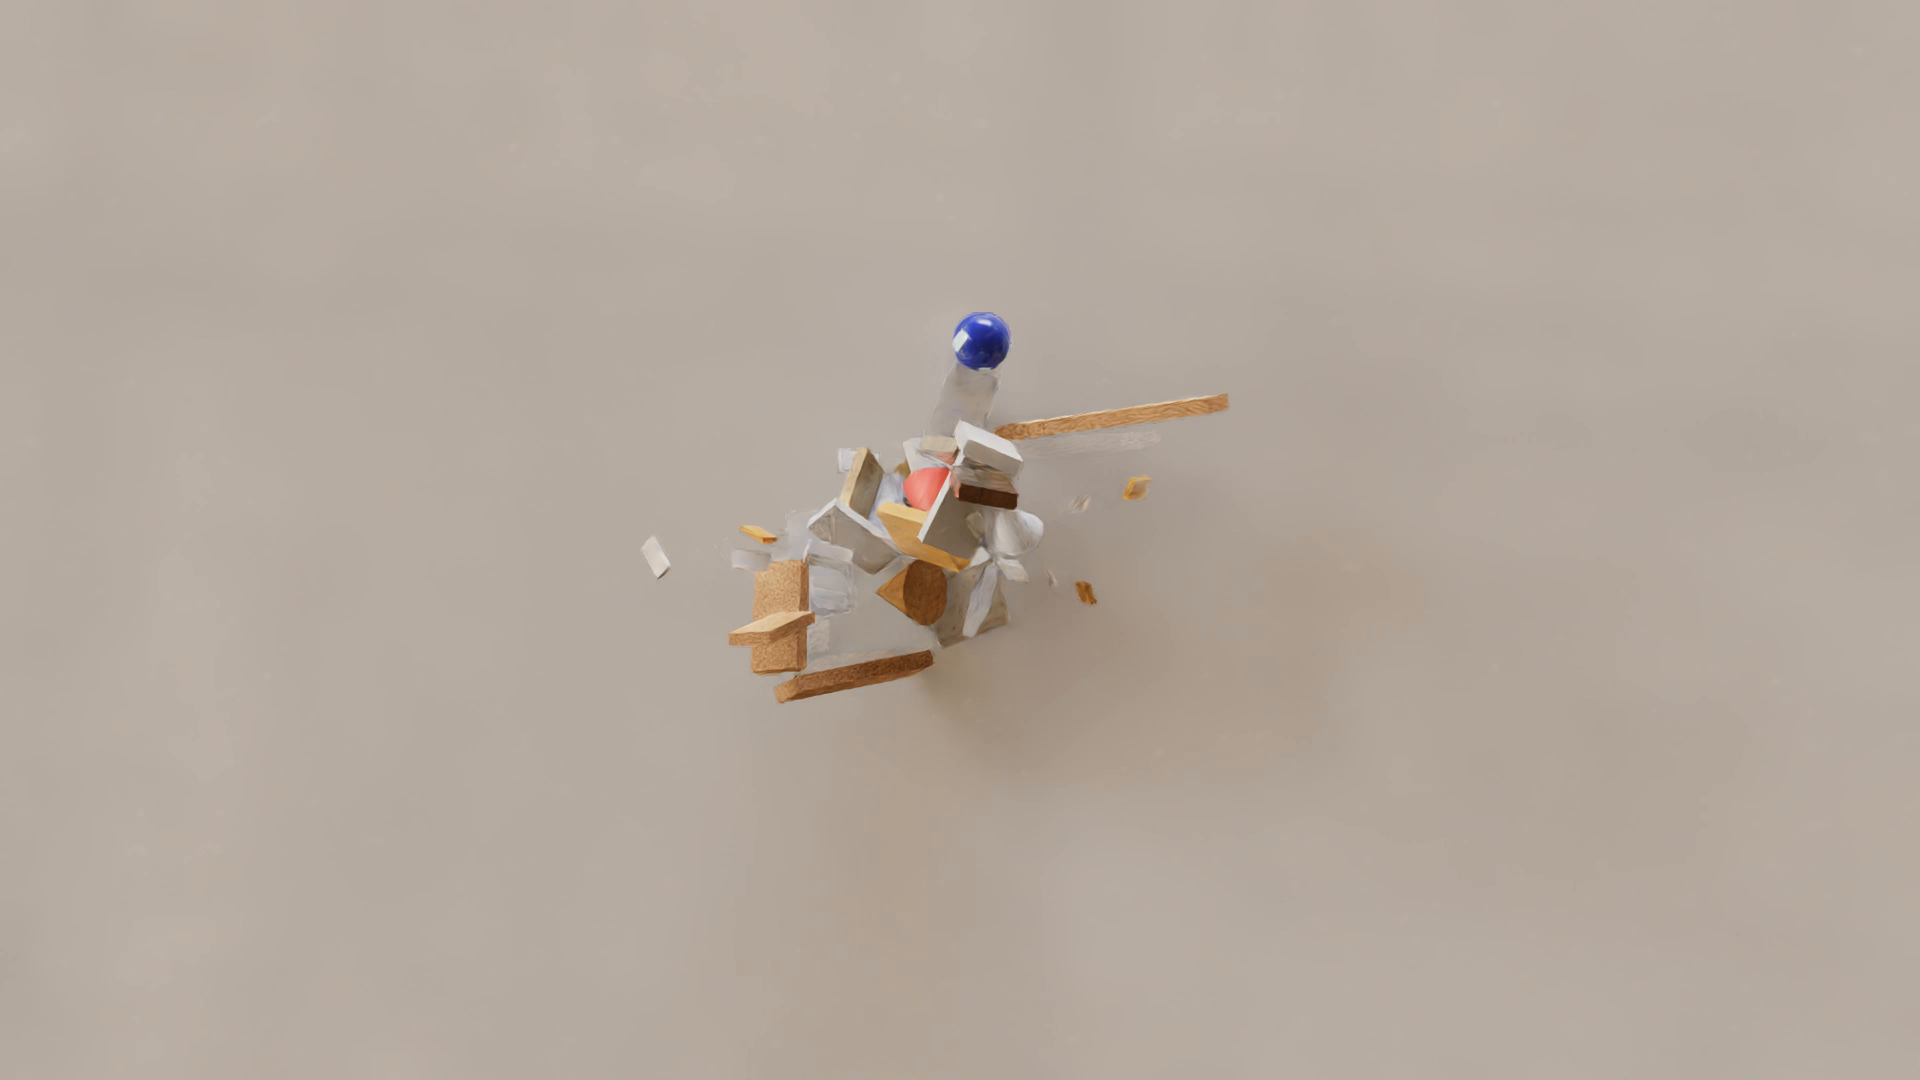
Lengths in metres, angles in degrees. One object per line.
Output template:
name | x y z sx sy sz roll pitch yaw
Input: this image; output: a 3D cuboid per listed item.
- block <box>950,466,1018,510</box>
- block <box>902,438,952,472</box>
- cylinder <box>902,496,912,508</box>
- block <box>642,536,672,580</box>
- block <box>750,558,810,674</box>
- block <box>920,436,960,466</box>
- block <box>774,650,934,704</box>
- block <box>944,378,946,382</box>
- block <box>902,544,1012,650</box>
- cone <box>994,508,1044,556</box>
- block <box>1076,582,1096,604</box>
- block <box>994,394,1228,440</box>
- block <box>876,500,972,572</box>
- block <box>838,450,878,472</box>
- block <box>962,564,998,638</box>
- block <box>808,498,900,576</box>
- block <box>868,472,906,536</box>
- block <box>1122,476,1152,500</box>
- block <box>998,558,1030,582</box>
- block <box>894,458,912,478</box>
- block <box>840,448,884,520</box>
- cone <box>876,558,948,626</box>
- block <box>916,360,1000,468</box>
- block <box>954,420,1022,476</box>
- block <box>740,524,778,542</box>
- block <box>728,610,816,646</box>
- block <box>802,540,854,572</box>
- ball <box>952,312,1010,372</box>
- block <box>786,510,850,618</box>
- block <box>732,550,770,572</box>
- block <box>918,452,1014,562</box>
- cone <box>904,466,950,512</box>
block | 0.060 -0.142 4.412 0.153 0.307 0.043 10 101 -7
block | -0.030 -0.250 5.188 0.304 0.043 0.152 -6 75 -41
cylinder | -0.181 -0.060 5.379 0.160 0.160 0.160 8 90 -42
block | -0.875 0.051 4.748 0.056 0.016 0.112 -44 66 29
block | -0.556 0.238 5.101 0.171 0.048 0.342 -8 71 27
block | 0.010 -0.244 4.789 0.163 0.327 0.046 27 86 -19
block | -0.335 0.437 5.290 0.494 0.171 0.048 -9 76 -33
block | 0.014 -0.445 5.263 0.152 0.470 0.043 17 87 -1
block | -0.013 0.153 5.284 0.240 0.240 0.240 -22 120 -7
cone | 0.137 -0.061 4.571 0.147 0.147 0.147 -32 134 0
block | 0.353 0.148 4.630 0.016 0.115 0.058 -19 95 -9
block | 0.434 -0.355 4.815 0.680 0.153 0.043 -6 97 30
block | -0.112 -0.013 4.854 0.046 0.370 0.163 -38 115 -19
block | -0.334 -0.257 5.452 0.133 0.019 0.067 5 69 -24
block | 0.057 0.177 4.723 0.036 0.252 0.126 15 66 -4
block | -0.324 -0.008 5.071 0.266 0.038 0.133 37 124 -22
block | -0.250 -0.076 5.246 0.133 0.038 0.280 -19 48 31
block | 0.475 -0.139 4.429 0.016 0.115 0.058 31 109 22
block | 0.147 0.083 4.547 0.058 0.115 0.016 7 68 22
block | -0.141 -0.207 5.490 0.072 0.021 0.145 -43 89 -2
block | -0.318 -0.147 5.209 0.038 0.133 0.266 1 55 25
cone | -0.186 0.159 5.069 0.210 0.210 0.210 -2 90 38
block | -0.006 -0.376 5.002 0.152 0.043 0.304 22 87 -1
block | 0.071 -0.243 4.334 0.153 0.307 0.043 23 100 -9
block | -0.612 -0.019 5.014 0.112 0.056 0.016 28 110 41
block | -0.550 0.258 4.850 0.126 0.379 0.036 -3 96 15
block | -0.386 0.047 4.779 0.126 0.252 0.036 13 81 -7
ball | 0.065 -0.592 4.936 0.175 0.175 0.175 0 90 0
block | -0.458 0.076 5.339 0.171 0.048 0.342 -6 82 -5
block | -0.633 0.063 4.997 0.112 0.016 0.056 6 68 -11
block | 0.028 -0.117 4.624 0.163 0.046 0.327 21 104 -24
cone | -0.074 -0.070 4.979 0.214 0.214 0.214 5 51 0
